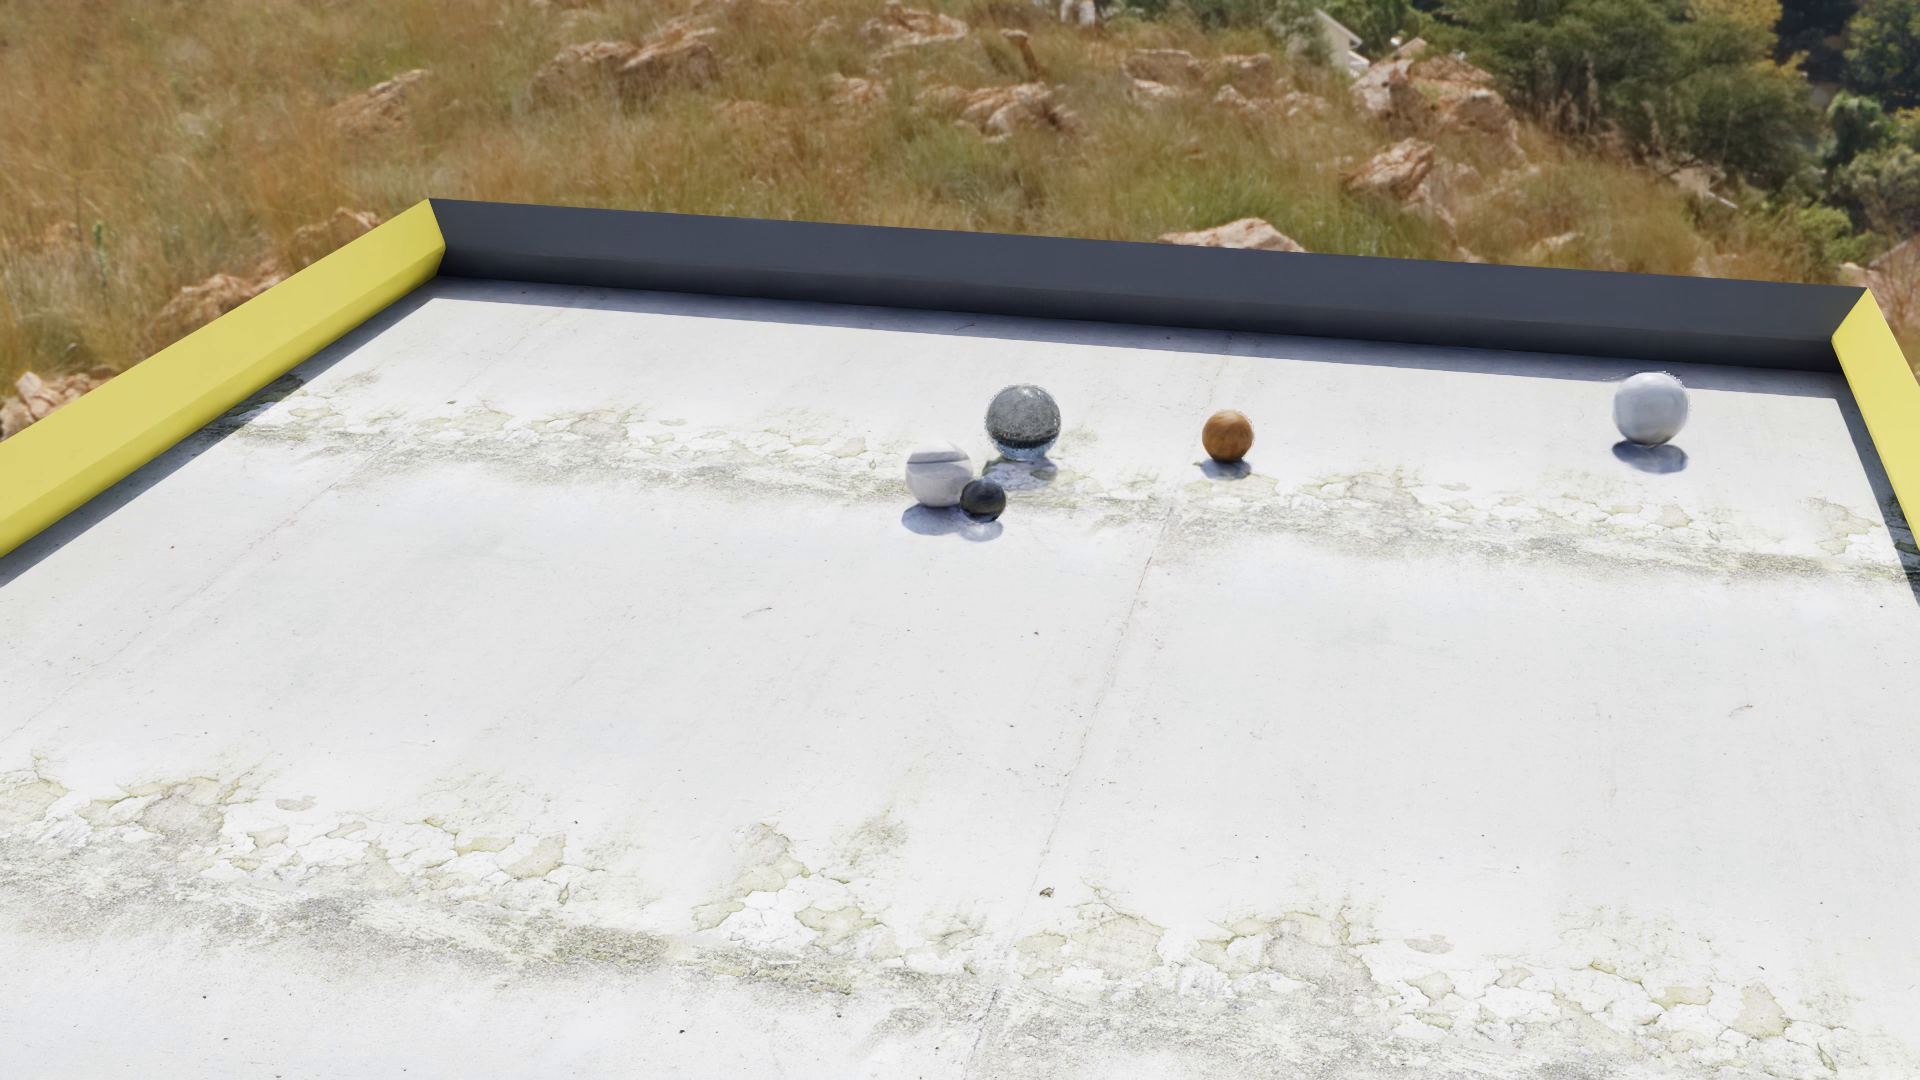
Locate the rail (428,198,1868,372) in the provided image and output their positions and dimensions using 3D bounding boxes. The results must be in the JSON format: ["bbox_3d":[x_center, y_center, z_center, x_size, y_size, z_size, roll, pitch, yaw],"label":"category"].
[{"bbox_3d":[0.199,-0.373,3.215,2.123,0.123,0.045,5,24,12],"label":"rail"}]

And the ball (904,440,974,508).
[{"bbox_3d":[-0.024,-0.078,2.595,0.082,0.082,0.082,0,24,0],"label":"ball"}]

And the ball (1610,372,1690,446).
[{"bbox_3d":[0.872,-0.166,2.780,0.094,0.094,0.094,0,24,0],"label":"ball"}]

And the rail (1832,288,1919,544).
[{"bbox_3d":[0.807,0.427,1.384,0.045,0.123,3.672,5,24,12],"label":"rail"}]

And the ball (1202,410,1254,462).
[{"bbox_3d":[0.332,-0.129,2.734,0.064,0.064,0.064,0,24,0],"label":"ball"}]

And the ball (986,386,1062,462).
[{"bbox_3d":[0.079,-0.145,2.732,0.095,0.095,0.095,0,24,0],"label":"ball"}]

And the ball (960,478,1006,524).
[{"bbox_3d":[0.027,-0.046,2.556,0.053,0.053,0.053,0,24,0],"label":"ball"}]

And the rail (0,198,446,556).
[{"bbox_3d":[-1.216,0.242,1.808,0.045,0.123,3.672,5,24,12],"label":"rail"}]
